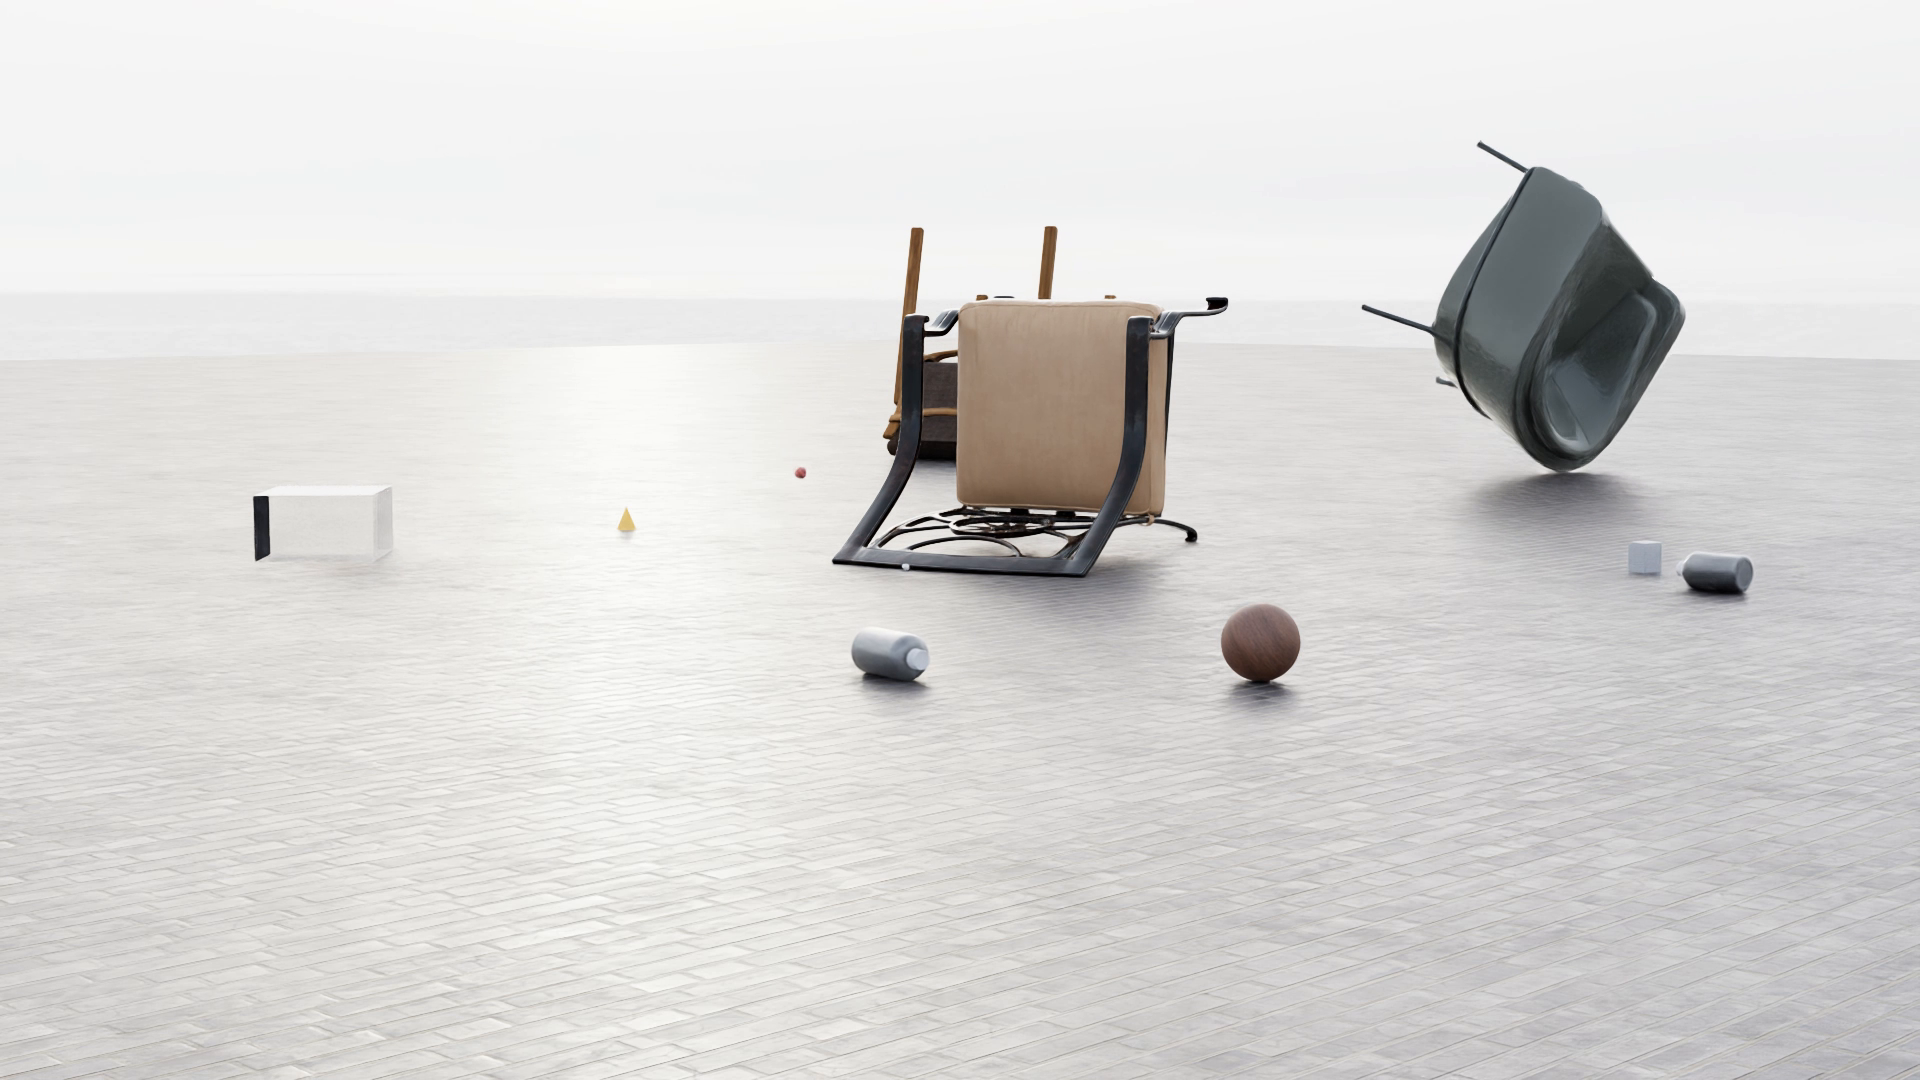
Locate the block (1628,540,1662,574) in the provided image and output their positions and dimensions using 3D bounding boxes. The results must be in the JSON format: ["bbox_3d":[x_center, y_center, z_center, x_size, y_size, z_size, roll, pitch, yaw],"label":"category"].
[{"bbox_3d":[1.529,0.037,5.728,0.054,0.066,0.047,-4,7,-34],"label":"block"}]

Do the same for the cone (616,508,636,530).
[{"bbox_3d":[-0.868,-0.058,6.677,0.051,0.062,0.057,-3,7,-30],"label":"cone"}]

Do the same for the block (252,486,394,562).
[{"bbox_3d":[-1.496,-0.040,6.046,0.271,0.154,0.272,0,6,-3],"label":"block"}]
